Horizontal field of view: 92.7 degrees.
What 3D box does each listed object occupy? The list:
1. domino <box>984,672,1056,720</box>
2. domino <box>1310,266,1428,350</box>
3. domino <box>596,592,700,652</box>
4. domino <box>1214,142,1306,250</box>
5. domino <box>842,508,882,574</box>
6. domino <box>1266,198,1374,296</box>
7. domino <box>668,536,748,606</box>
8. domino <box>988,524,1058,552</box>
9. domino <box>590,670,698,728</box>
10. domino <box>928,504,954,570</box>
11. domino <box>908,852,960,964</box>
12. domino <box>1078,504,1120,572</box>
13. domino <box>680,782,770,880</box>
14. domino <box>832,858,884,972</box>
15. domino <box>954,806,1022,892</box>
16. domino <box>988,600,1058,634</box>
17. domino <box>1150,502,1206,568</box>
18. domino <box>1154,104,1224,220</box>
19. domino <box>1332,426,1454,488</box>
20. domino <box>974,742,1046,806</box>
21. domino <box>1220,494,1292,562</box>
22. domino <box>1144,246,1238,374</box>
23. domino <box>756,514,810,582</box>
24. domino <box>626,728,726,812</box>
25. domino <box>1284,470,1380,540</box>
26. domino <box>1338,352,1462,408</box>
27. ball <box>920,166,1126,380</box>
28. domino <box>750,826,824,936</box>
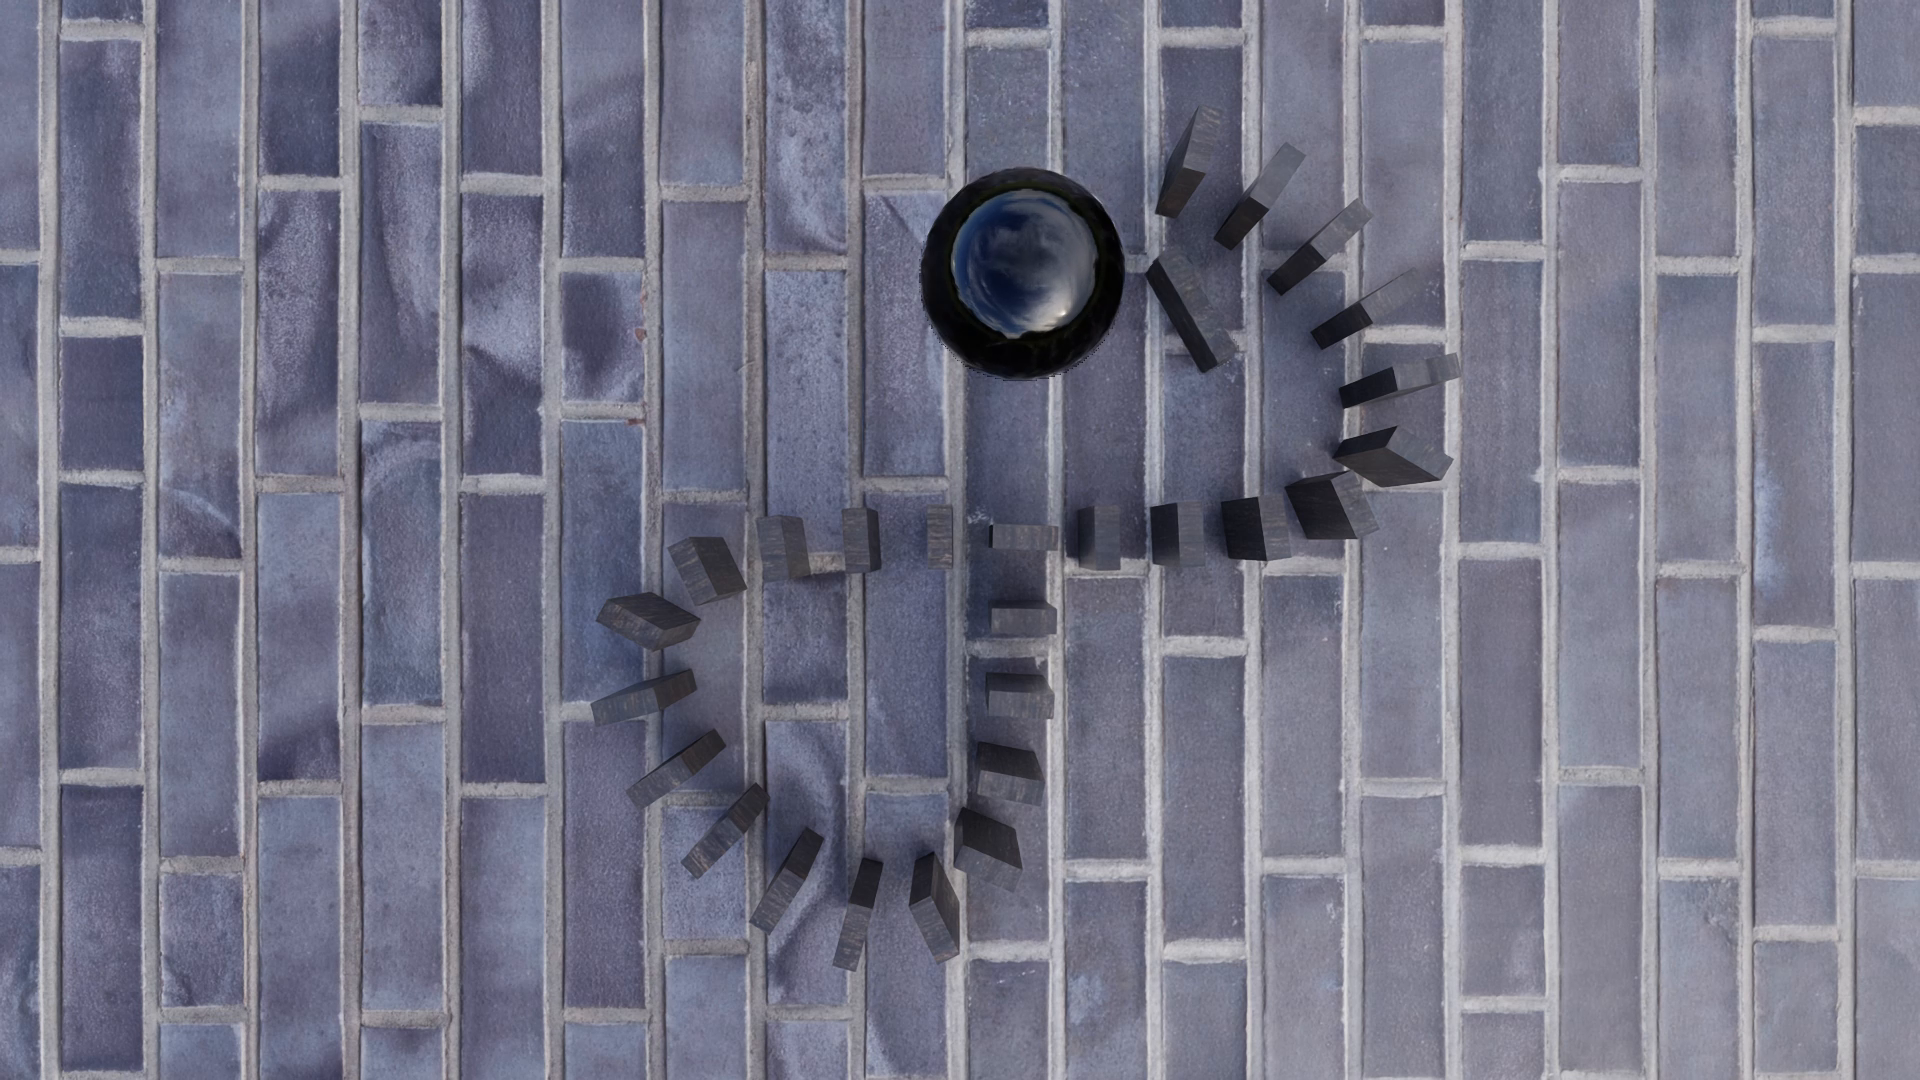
[{"bbox_3d":[0.024,0.063,0.375,0.025,0.050,0.010,4,90,0],"label":"domino"},{"bbox_3d":[0.166,-0.094,0.375,0.025,0.050,0.009,-33,90,0],"label":"domino"},{"bbox_3d":[-0.126,0.033,0.375,0.025,0.050,0.010,29,90,0],"label":"domino"},{"bbox_3d":[0.121,-0.139,0.375,0.009,0.050,0.025,34,90,0],"label":"domino"},{"bbox_3d":[-0.040,0.000,0.375,0.009,0.050,0.025,-4,90,0],"label":"domino"},{"bbox_3d":[0.146,-0.119,0.375,0.025,0.050,0.009,-44,90,0],"label":"domino"},{"bbox_3d":[-0.102,0.012,0.375,0.009,0.050,0.025,-26,90,0],"label":"domino"},{"bbox_3d":[0.025,-0.001,0.375,0.025,0.050,0.009,2,90,0],"label":"domino"},{"bbox_3d":[-0.128,0.064,0.375,0.025,0.050,0.009,-14,90,0],"label":"domino"},{"bbox_3d":[-0.008,-0.001,0.375,0.009,0.050,0.025,-1,90,0],"label":"domino"},{"bbox_3d":[-0.010,0.149,0.375,0.009,0.050,0.025,-26,90,0],"label":"domino"},{"bbox_3d":[0.056,-0.001,0.375,0.010,0.050,0.025,-1,90,0],"label":"domino"},{"bbox_3d":[-0.095,0.118,0.375,0.025,0.050,0.009,-44,90,0],"label":"domino"},{"bbox_3d":[-0.041,0.152,0.375,0.009,0.050,0.025,15,90,0],"label":"domino"},{"bbox_3d":[0.011,0.126,0.375,0.025,0.050,0.010,23,90,0],"label":"domino"},{"bbox_3d":[0.025,0.031,0.375,0.025,0.050,0.009,1,90,0],"label":"domino"},{"bbox_3d":[0.088,-0.002,0.375,0.010,0.050,0.025,-3,90,0],"label":"domino"},{"bbox_3d":[0.093,-0.153,0.375,0.010,0.050,0.025,15,90,0],"label":"domino"},{"bbox_3d":[0.176,-0.033,0.375,0.025,0.050,0.009,31,90,0],"label":"domino"},{"bbox_3d":[0.019,0.095,0.375,0.025,0.050,0.009,11,90,0],"label":"domino"},{"bbox_3d":[0.120,-0.005,0.375,0.009,0.050,0.025,-8,90,0],"label":"domino"},{"bbox_3d":[0.097,-0.096,0.388,0.009,0.025,0.050,-30,90,0],"label":"domino"},{"bbox_3d":[-0.072,0.003,0.375,0.009,0.050,0.025,-8,90,0],"label":"domino"},{"bbox_3d":[-0.115,0.093,0.375,0.025,0.050,0.010,-33,90,0],"label":"domino"},{"bbox_3d":[0.151,-0.014,0.375,0.009,0.050,0.025,-24,90,0],"label":"domino"},{"bbox_3d":[0.179,-0.064,0.375,0.025,0.050,0.010,-12,90,0],"label":"domino"},{"bbox_3d":[0.024,-0.104,0.360,0.080,0.080,0.080,0,90,0],"label":"ball"},{"bbox_3d":[-0.070,0.138,0.375,0.009,0.050,0.025,33,90,0],"label":"domino"}]
